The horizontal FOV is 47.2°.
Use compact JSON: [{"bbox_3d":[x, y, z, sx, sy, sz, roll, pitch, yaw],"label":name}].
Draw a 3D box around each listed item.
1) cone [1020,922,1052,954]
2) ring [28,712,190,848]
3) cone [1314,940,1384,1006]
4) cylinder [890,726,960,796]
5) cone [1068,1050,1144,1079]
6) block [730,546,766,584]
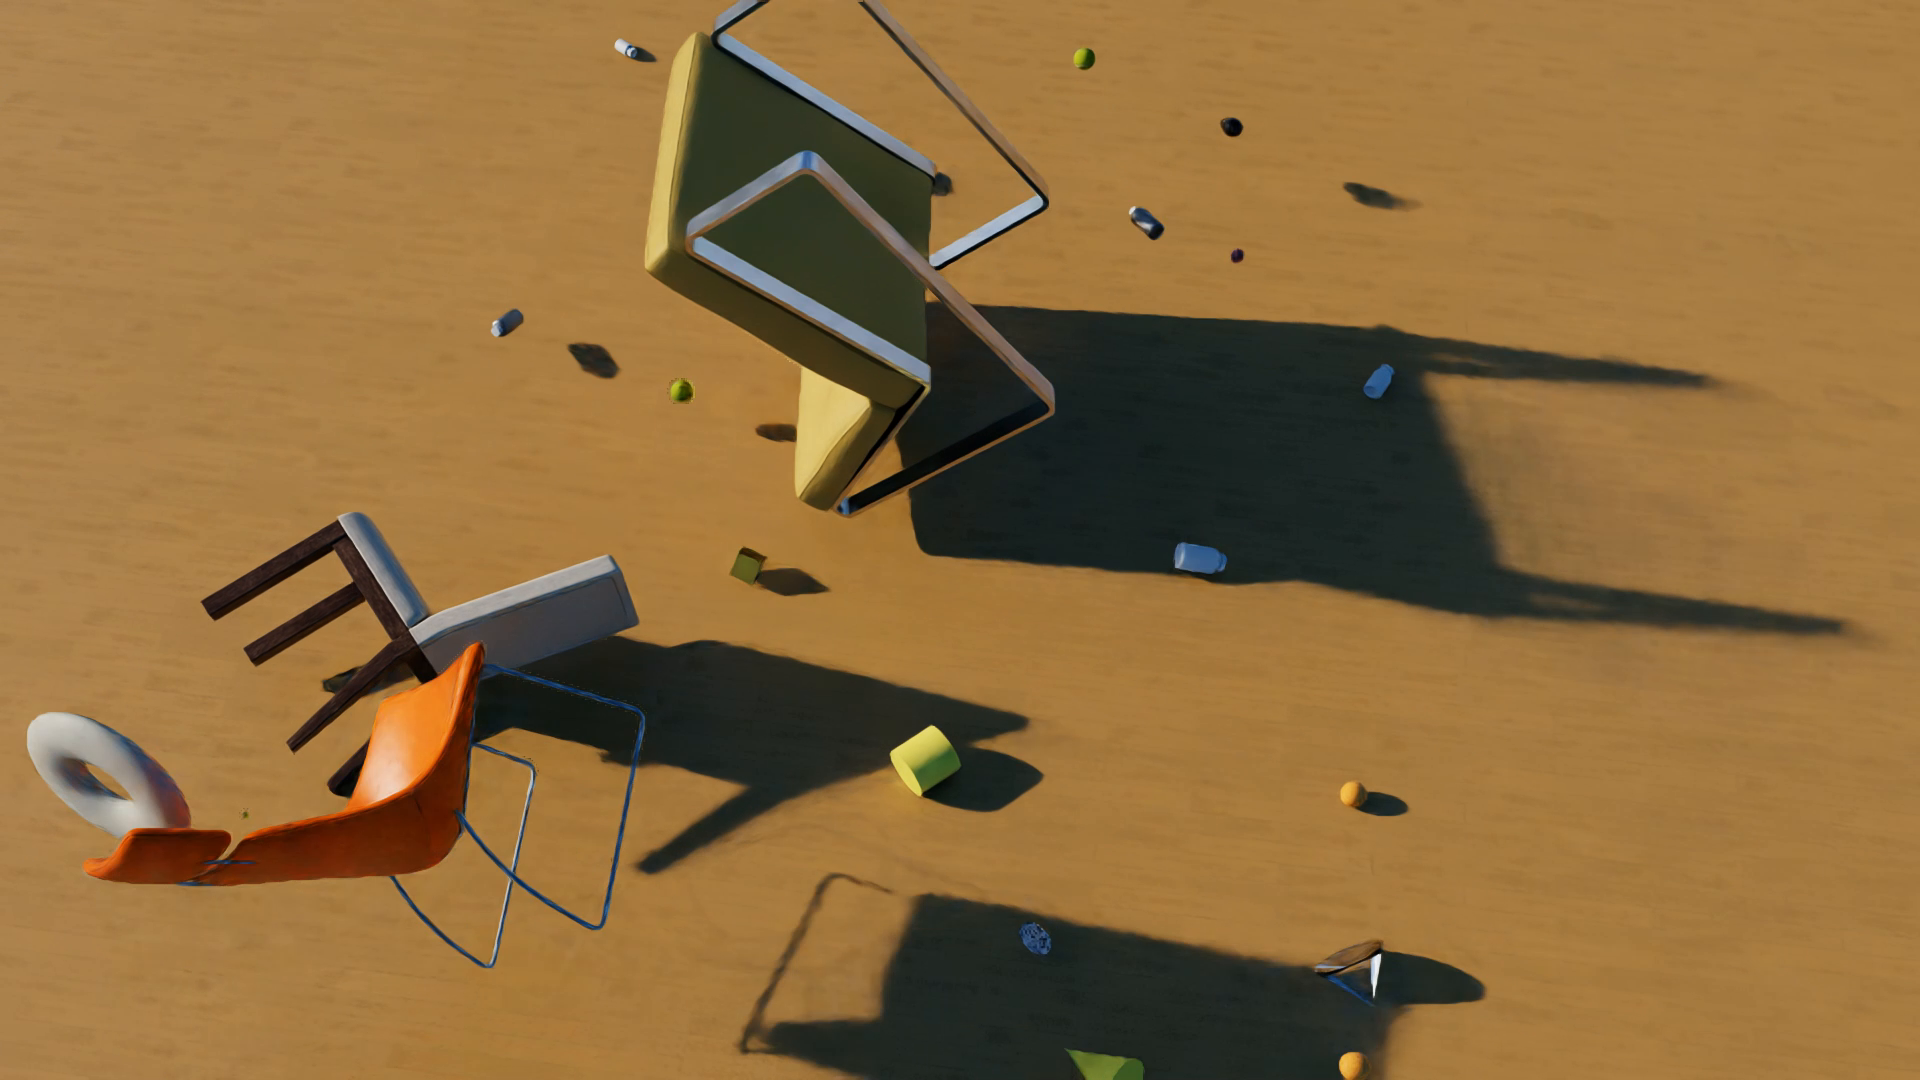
[{"bbox_3d":[0.217,1.055,5.846,0.111,0.078,0.054,27,19,37],"label":"cone"},{"bbox_3d":[-1.972,0.559,5.094,0.451,0.417,0.073,19,47,16],"label":"ring"},{"bbox_3d":[1.049,1.154,5.754,0.198,0.168,0.145,-25,91,13],"label":"cone"},{"bbox_3d":[-0.096,0.610,6.087,0.136,0.129,0.147,-32,65,-20],"label":"cylinder"},{"bbox_3d":[0.344,1.352,5.624,0.205,0.144,0.164,26,98,40],"label":"cone"},{"bbox_3d":[-0.621,0.076,6.456,0.074,0.075,0.063,25,19,2],"label":"block"}]
